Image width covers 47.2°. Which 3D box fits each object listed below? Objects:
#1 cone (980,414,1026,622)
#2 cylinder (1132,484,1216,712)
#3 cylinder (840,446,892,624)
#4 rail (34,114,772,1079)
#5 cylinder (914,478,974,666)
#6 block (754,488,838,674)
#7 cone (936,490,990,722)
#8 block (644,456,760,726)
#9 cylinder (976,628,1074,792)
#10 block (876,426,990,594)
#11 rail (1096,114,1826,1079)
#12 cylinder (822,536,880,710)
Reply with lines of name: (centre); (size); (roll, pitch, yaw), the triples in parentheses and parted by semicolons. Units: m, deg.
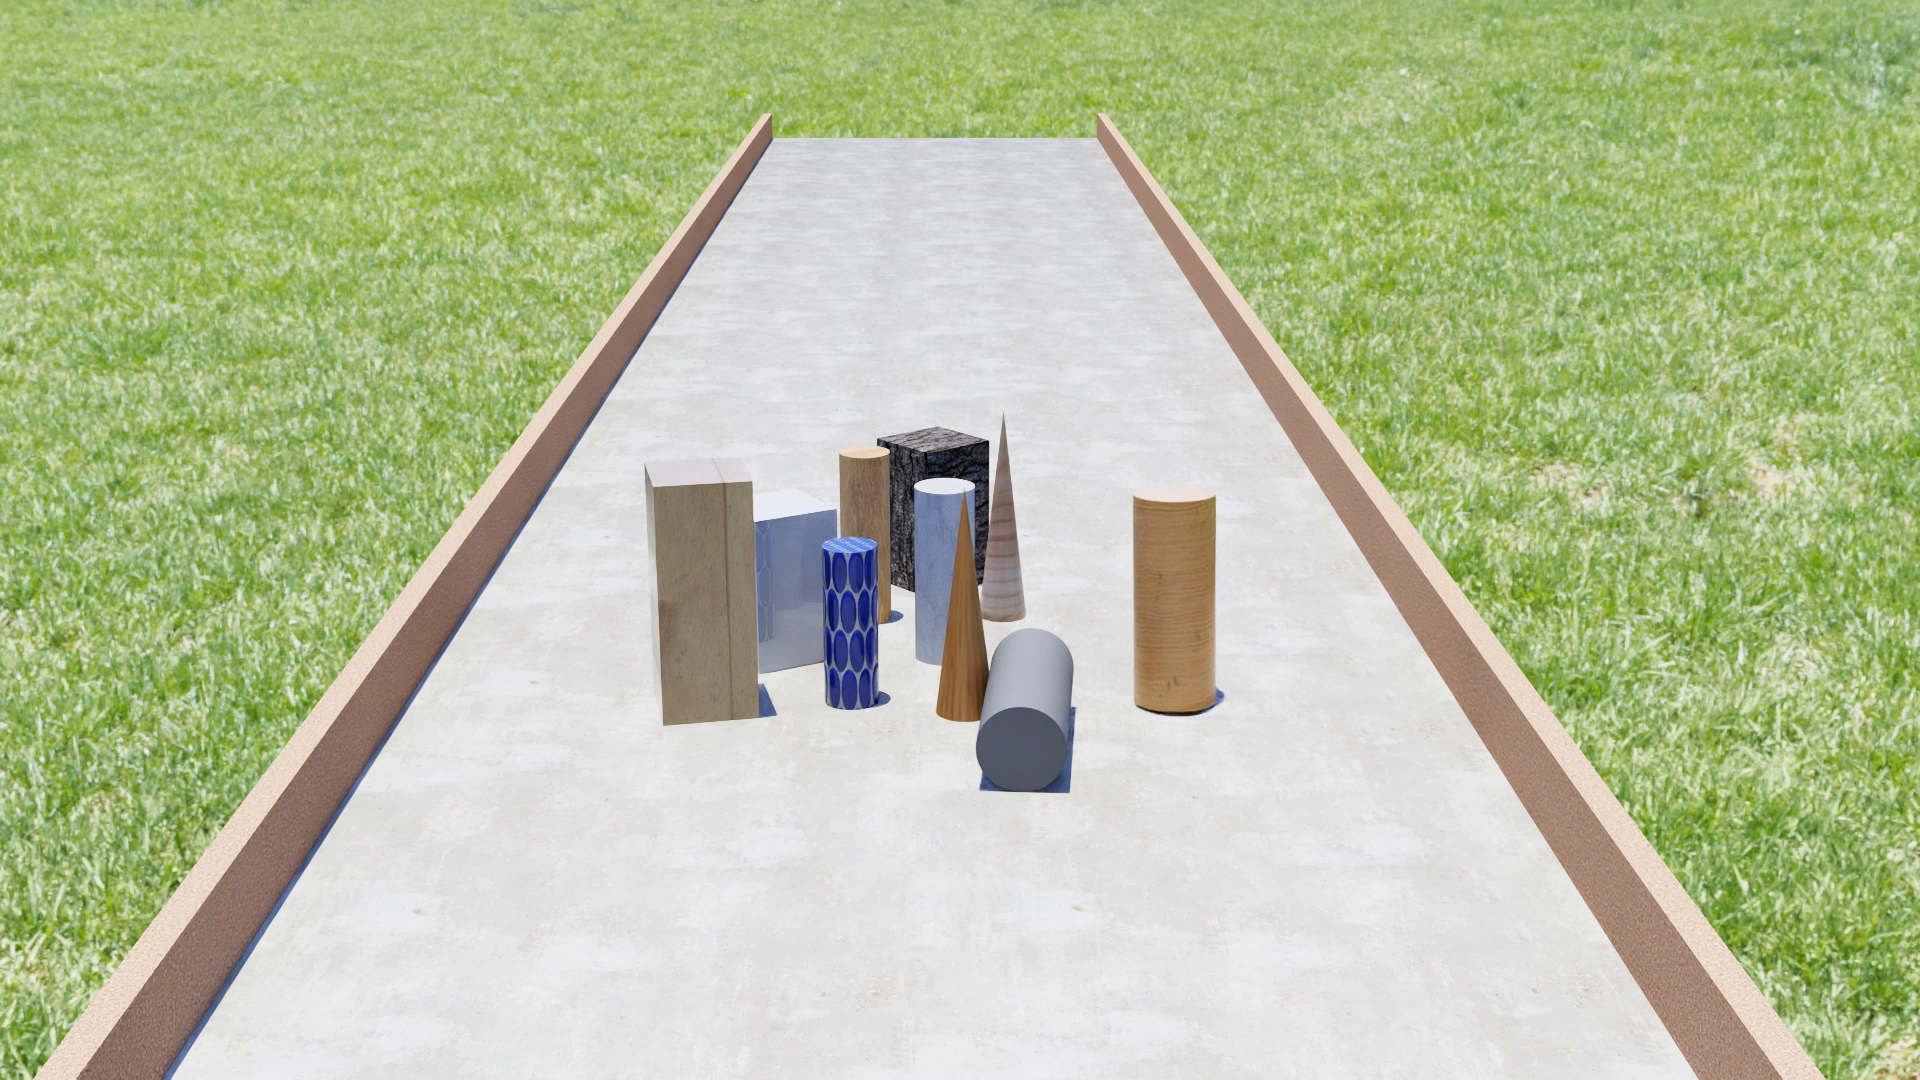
cone: (0.091, -0.057, 4.627); (0.102, 0.451, 0.102); (0, 17, 0)
cylinder: (0.404, 0.108, 4.141); (0.156, 0.403, 0.156); (-1, 13, 0)
cylinder: (-0.199, -0.009, 4.618); (0.105, 0.364, 0.105); (0, 17, 0)
rail: (-1.118, -0.838, 7.780); (0.050, 0.150, 12.000); (0, 17, -1)
cylinder: (-0.030, 0.064, 4.389); (0.120, 0.356, 0.120); (0, 17, 0)
block: (-0.365, 0.080, 4.409); (0.179, 0.313, 0.179); (-10, 19, -30)
cone: (0.009, 0.111, 4.078); (0.111, 0.442, 0.111); (0, 16, 0)
block: (-0.482, 0.094, 4.106); (0.179, 0.459, 0.179); (-4, 17, -12)
cylinder: (0.120, 0.299, 3.947); (0.157, 0.157, 0.414); (1, 17, 4)
block: (-0.059, -0.065, 4.872); (0.175, 0.326, 0.175); (-14, 21, -39)
rail: (0.932, -0.844, 7.801); (0.050, 0.150, 12.000); (0, 17, -1)
cylinder: (-0.206, 0.158, 4.153); (0.104, 0.310, 0.104); (0, 17, 0)
